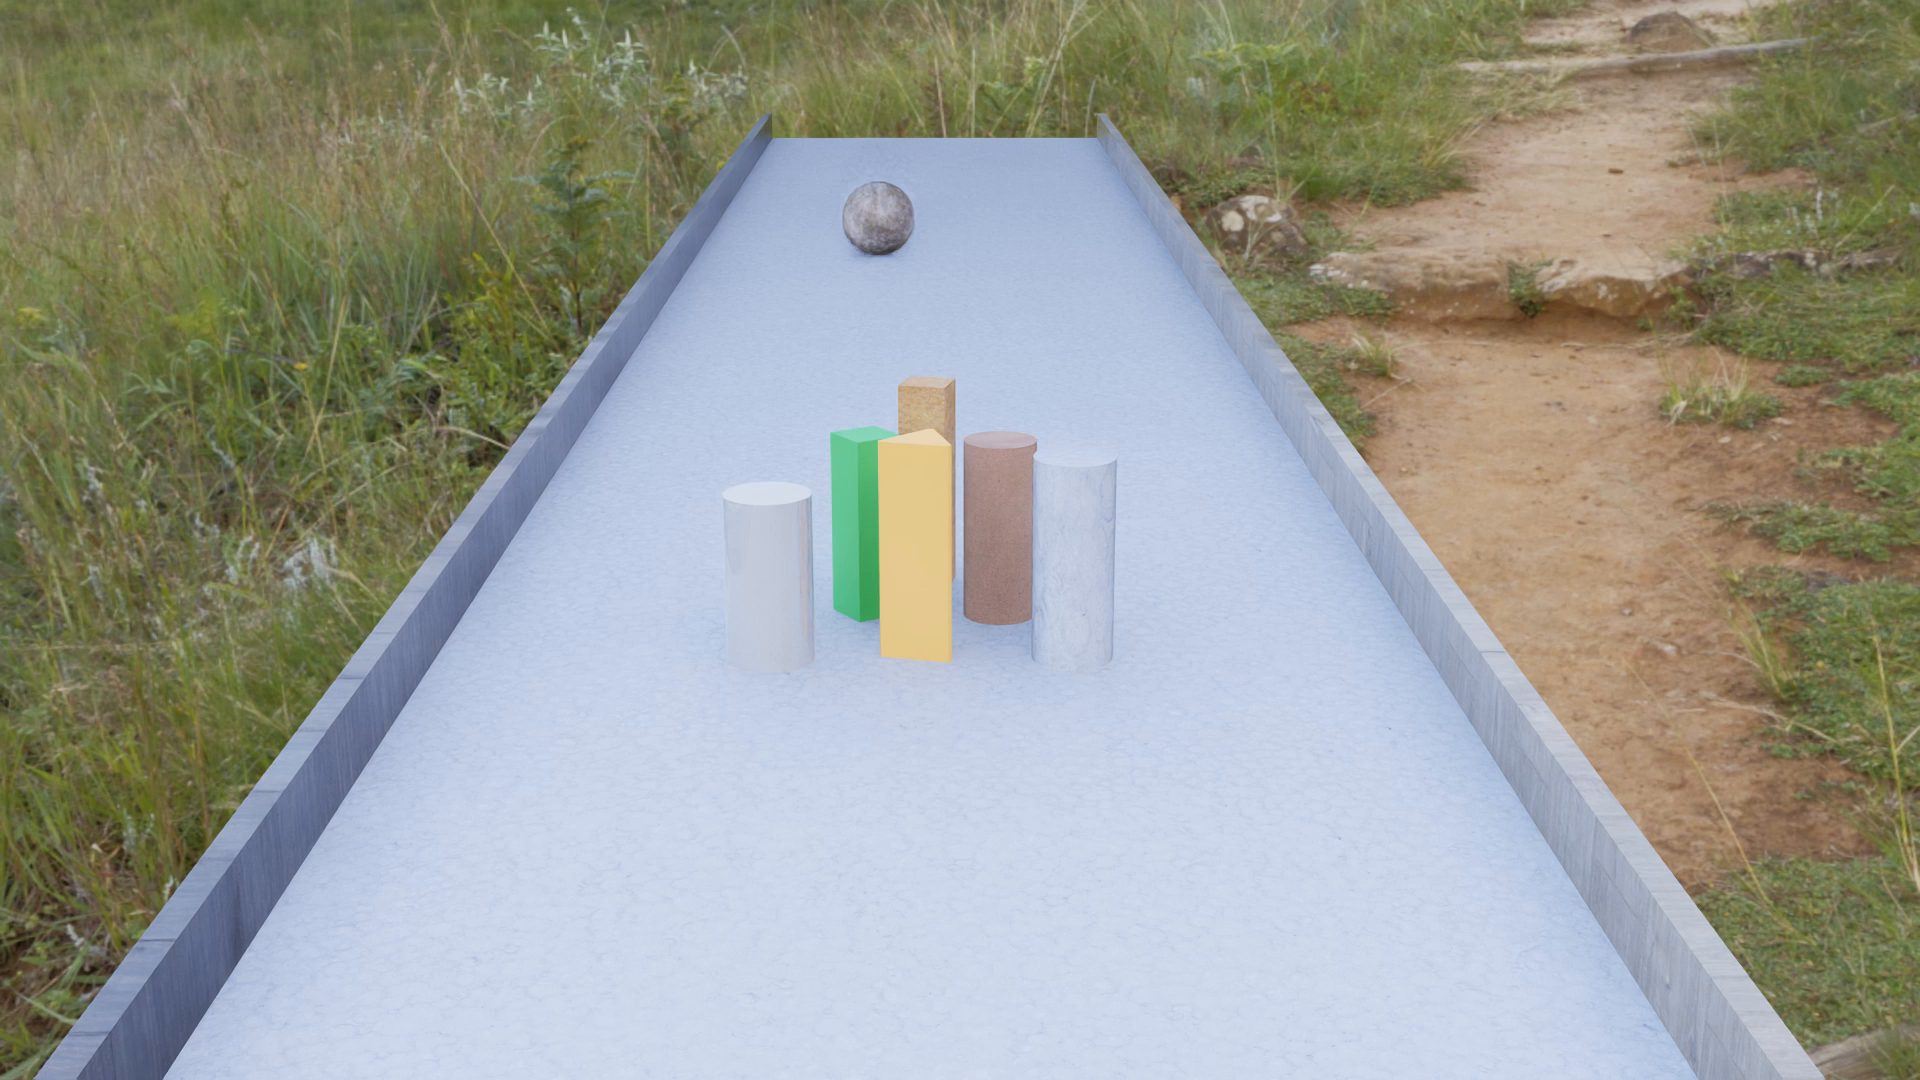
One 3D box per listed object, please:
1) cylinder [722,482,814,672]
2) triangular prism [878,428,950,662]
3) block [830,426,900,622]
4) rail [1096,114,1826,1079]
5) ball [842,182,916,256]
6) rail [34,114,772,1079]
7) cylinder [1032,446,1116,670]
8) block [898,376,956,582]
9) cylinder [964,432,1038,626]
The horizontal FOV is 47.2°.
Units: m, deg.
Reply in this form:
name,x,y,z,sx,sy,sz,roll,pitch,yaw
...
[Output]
name,x,y,z,sx,sy,sz,roll,pitch,yaw
cylinder,-0.380,0.072,4.380,0.177,0.344,0.177,0,17,0
triangular prism,-0.074,0.008,4.417,0.147,0.446,0.127,4,17,14
block,-0.197,-0.035,4.657,0.108,0.391,0.108,-11,20,-33
rail,0.932,-0.844,7.801,0.050,0.150,12.000,0,17,-1
ball,-0.341,-1.350,9.229,0.306,0.306,0.306,0,17,0
rail,-1.118,-0.838,7.780,0.050,0.150,12.000,0,17,-1
cylinder,0.226,0.035,4.377,0.164,0.417,0.164,0,17,0
block,-0.072,-0.125,4.845,0.103,0.457,0.103,4,17,13
cylinder,0.084,-0.026,4.644,0.154,0.382,0.154,0,17,0
